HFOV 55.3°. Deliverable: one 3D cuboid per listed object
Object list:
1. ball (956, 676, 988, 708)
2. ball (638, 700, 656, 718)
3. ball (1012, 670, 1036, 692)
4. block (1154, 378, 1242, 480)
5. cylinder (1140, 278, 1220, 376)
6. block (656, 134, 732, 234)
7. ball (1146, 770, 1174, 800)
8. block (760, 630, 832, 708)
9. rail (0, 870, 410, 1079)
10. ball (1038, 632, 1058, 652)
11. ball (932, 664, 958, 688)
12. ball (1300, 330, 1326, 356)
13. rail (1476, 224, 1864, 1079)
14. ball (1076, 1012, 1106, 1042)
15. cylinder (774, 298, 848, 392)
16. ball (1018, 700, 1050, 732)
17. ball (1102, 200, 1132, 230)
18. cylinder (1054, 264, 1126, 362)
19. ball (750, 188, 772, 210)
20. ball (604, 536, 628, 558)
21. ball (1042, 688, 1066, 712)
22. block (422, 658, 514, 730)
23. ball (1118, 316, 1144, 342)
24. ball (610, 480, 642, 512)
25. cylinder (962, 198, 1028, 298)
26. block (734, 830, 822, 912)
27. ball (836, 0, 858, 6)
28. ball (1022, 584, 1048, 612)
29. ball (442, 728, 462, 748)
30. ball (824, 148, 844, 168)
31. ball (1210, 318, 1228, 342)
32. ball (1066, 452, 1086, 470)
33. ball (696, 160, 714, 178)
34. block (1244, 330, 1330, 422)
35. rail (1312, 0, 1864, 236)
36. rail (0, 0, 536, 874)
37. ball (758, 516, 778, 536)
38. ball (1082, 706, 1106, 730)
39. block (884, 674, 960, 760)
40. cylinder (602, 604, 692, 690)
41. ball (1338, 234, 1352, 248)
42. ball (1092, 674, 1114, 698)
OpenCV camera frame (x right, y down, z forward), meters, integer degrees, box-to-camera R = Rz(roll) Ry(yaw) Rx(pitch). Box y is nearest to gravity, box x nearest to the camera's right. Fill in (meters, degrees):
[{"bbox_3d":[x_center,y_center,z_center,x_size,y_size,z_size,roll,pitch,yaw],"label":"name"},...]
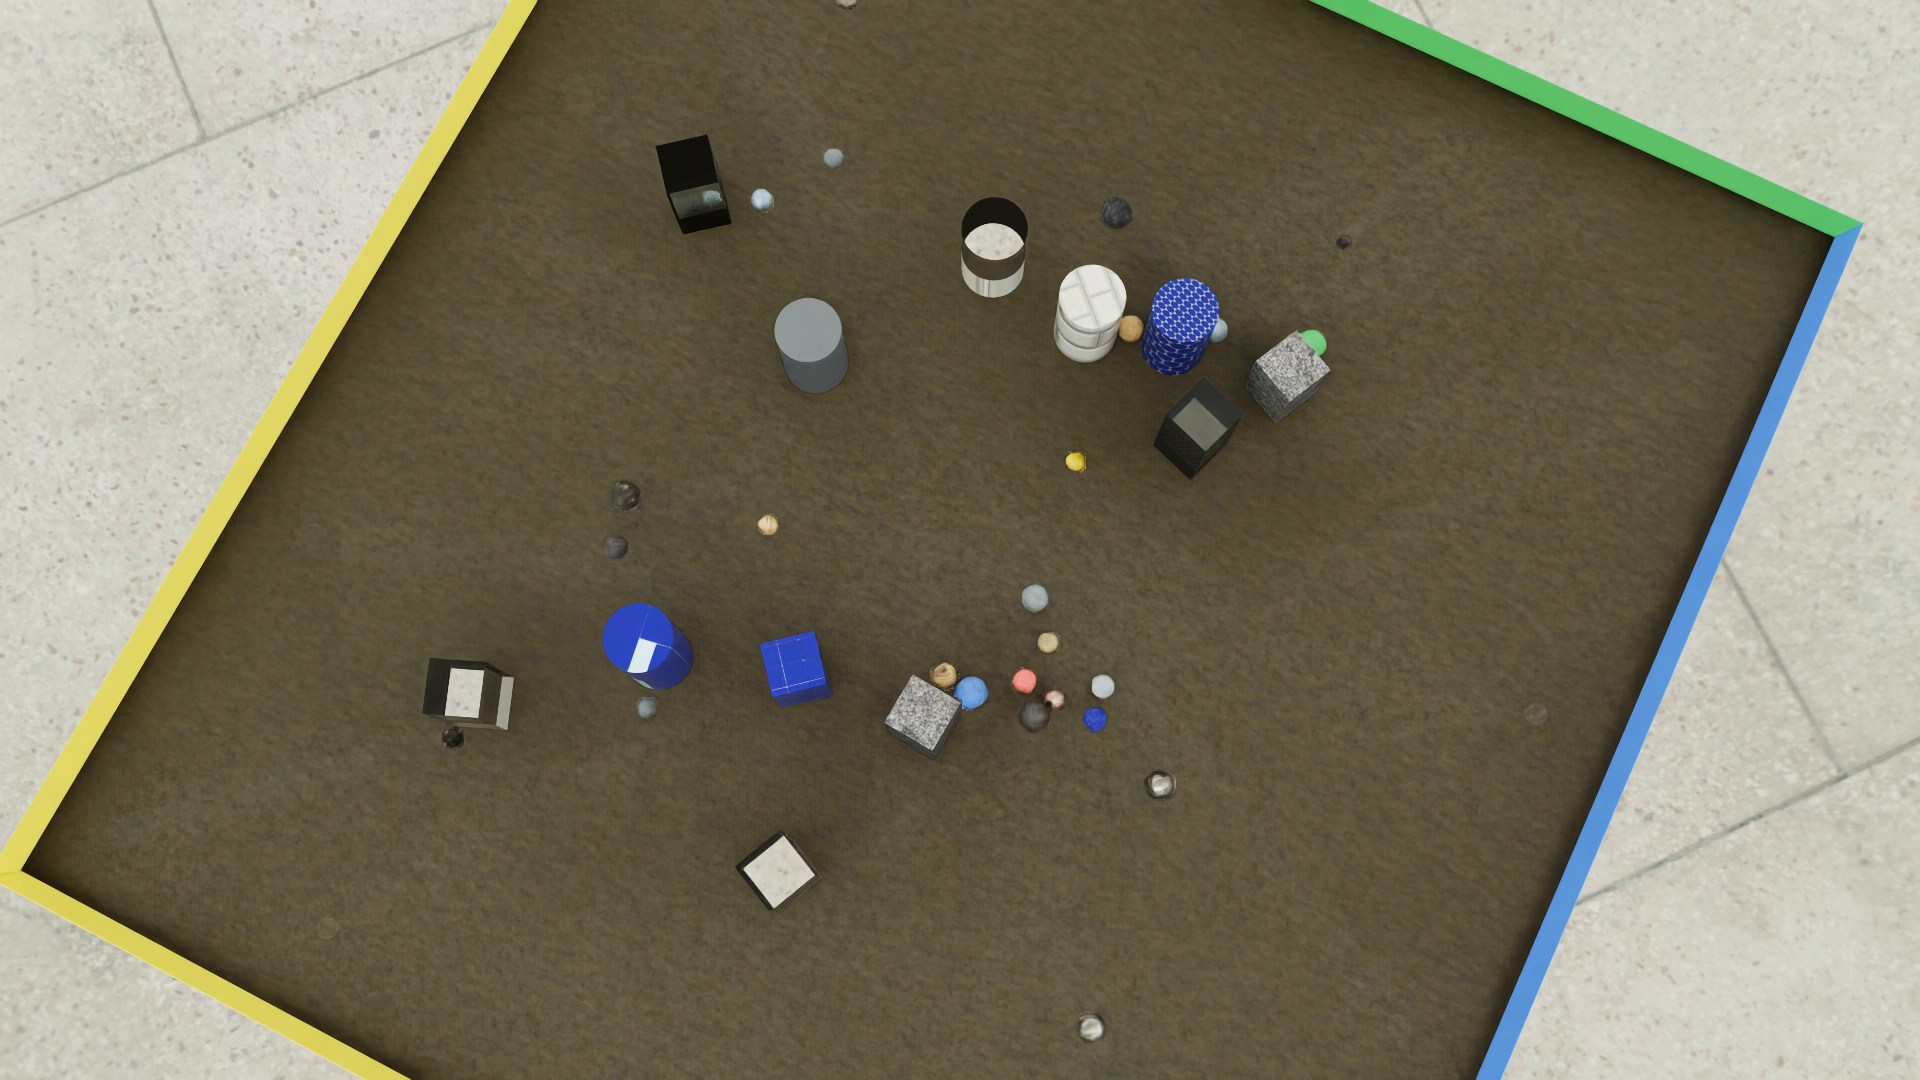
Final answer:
[{"bbox_3d":[0.035,0.455,5.474,0.095,0.095,0.095,0,78,0],"label":"ball"},{"bbox_3d":[-0.936,0.505,5.483,0.058,0.058,0.058,0,78,0],"label":"ball"},{"bbox_3d":[0.194,0.423,5.493,0.070,0.070,0.070,0,78,0],"label":"ball"},{"bbox_3d":[0.711,-0.330,5.503,0.159,0.357,0.159,44,82,8],"label":"block"},{"bbox_3d":[0.666,-0.645,5.577,0.199,0.338,0.199,0,78,0],"label":"cylinder"},{"bbox_3d":[-0.821,-1.097,5.675,0.159,0.331,0.159,-13,79,-3],"label":"block"},{"bbox_3d":[0.593,0.726,5.423,0.085,0.085,0.085,0,78,0],"label":"ball"},{"bbox_3d":[-0.479,0.383,5.398,0.159,0.272,0.159,-14,79,-3],"label":"block"},{"bbox_3d":[-0.950,1.868,5.163,4.128,0.129,0.045,26,80,5],"label":"rail"},{"bbox_3d":[0.266,0.308,5.521,0.062,0.062,0.062,0,78,0],"label":"ball"},{"bbox_3d":[-0.046,0.407,5.494,0.075,0.075,0.075,0,78,0],"label":"ball"},{"bbox_3d":[1.089,-0.607,5.695,0.092,0.092,0.092,0,78,0],"label":"ball"},{"bbox_3d":[1.825,0.900,5.363,0.045,0.129,4.296,26,80,5],"label":"rail"},{"bbox_3d":[0.379,1.406,5.283,0.084,0.084,0.084,0,78,0],"label":"ball"},{"bbox_3d":[-0.449,-0.588,5.574,0.199,0.322,0.199,0,78,0],"label":"cylinder"},{"bbox_3d":[0.220,0.523,5.423,0.092,0.092,0.092,0,78,0],"label":"ball"},{"bbox_3d":[0.497,-1.027,5.781,0.094,0.094,0.094,0,78,0],"label":"ball"},{"bbox_3d":[0.392,-0.686,5.586,0.199,0.338,0.199,0,78,0],"label":"cylinder"},{"bbox_3d":[-0.629,-1.078,5.805,0.069,0.069,0.069,0,78,0],"label":"ball"},{"bbox_3d":[-1.046,0.021,5.575,0.070,0.070,0.070,0,78,0],"label":"ball"},{"bbox_3d":[0.283,0.479,5.482,0.069,0.069,0.069,0,78,0],"label":"ball"},{"bbox_3d":[-1.431,0.452,5.349,0.159,0.341,0.159,4,78,1],"label":"block"},{"bbox_3d":[0.533,-0.660,5.711,0.082,0.082,0.082,0,78,0],"label":"ball"},{"bbox_3d":[-1.022,-0.135,5.596,0.096,0.096,0.096,0,78,0],"label":"ball"},{"bbox_3d":[0.104,-0.895,5.630,0.199,0.336,0.199,0,78,0],"label":"cylinder"},{"bbox_3d":[-0.516,0.953,5.256,0.159,0.320,0.159,-39,81,-7],"label":"block"},{"bbox_3d":[-0.368,-1.780,5.934,0.099,0.099,0.099,0,78,0],"label":"ball"},{"bbox_3d":[0.226,0.177,5.538,0.083,0.083,0.083,0,78,0],"label":"ball"},{"bbox_3d":[-1.514,0.590,5.463,0.061,0.061,0.061,0,78,0],"label":"ball"},{"bbox_3d":[-0.403,-1.216,5.836,0.064,0.064,0.064,0,78,0],"label":"ball"},{"bbox_3d":[0.797,-0.654,5.714,0.075,0.075,0.075,0,78,0],"label":"ball"},{"bbox_3d":[0.356,-0.242,5.637,0.058,0.058,0.058,0,78,0],"label":"ball"},{"bbox_3d":[-0.809,-1.180,5.832,0.056,0.056,0.056,0,78,0],"label":"ball"},{"bbox_3d":[0.995,-0.495,5.592,0.159,0.248,0.159,-37,81,-7],"label":"block"},{"bbox_3d":[0.950,-1.854,5.934,4.128,0.129,0.045,26,80,5],"label":"rail"},{"bbox_3d":[-1.825,-0.887,5.733,0.045,0.129,4.296,26,80,5],"label":"rail"},{"bbox_3d":[-0.586,-0.044,5.594,0.062,0.062,0.062,0,78,0],"label":"ball"},{"bbox_3d":[0.402,0.533,5.471,0.073,0.073,0.073,0,78,0],"label":"ball"},{"bbox_3d":[-0.106,0.520,5.352,0.159,0.307,0.159,30,80,6],"label":"block"},{"bbox_3d":[-0.907,0.315,5.354,0.199,0.386,0.199,0,78,0],"label":"cylinder"},{"bbox_3d":[1.216,-0.944,5.791,0.042,0.042,0.042,0,78,0],"label":"ball"},{"bbox_3d":[0.428,0.438,5.490,0.071,0.071,0.071,0,78,0],"label":"ball"}]
